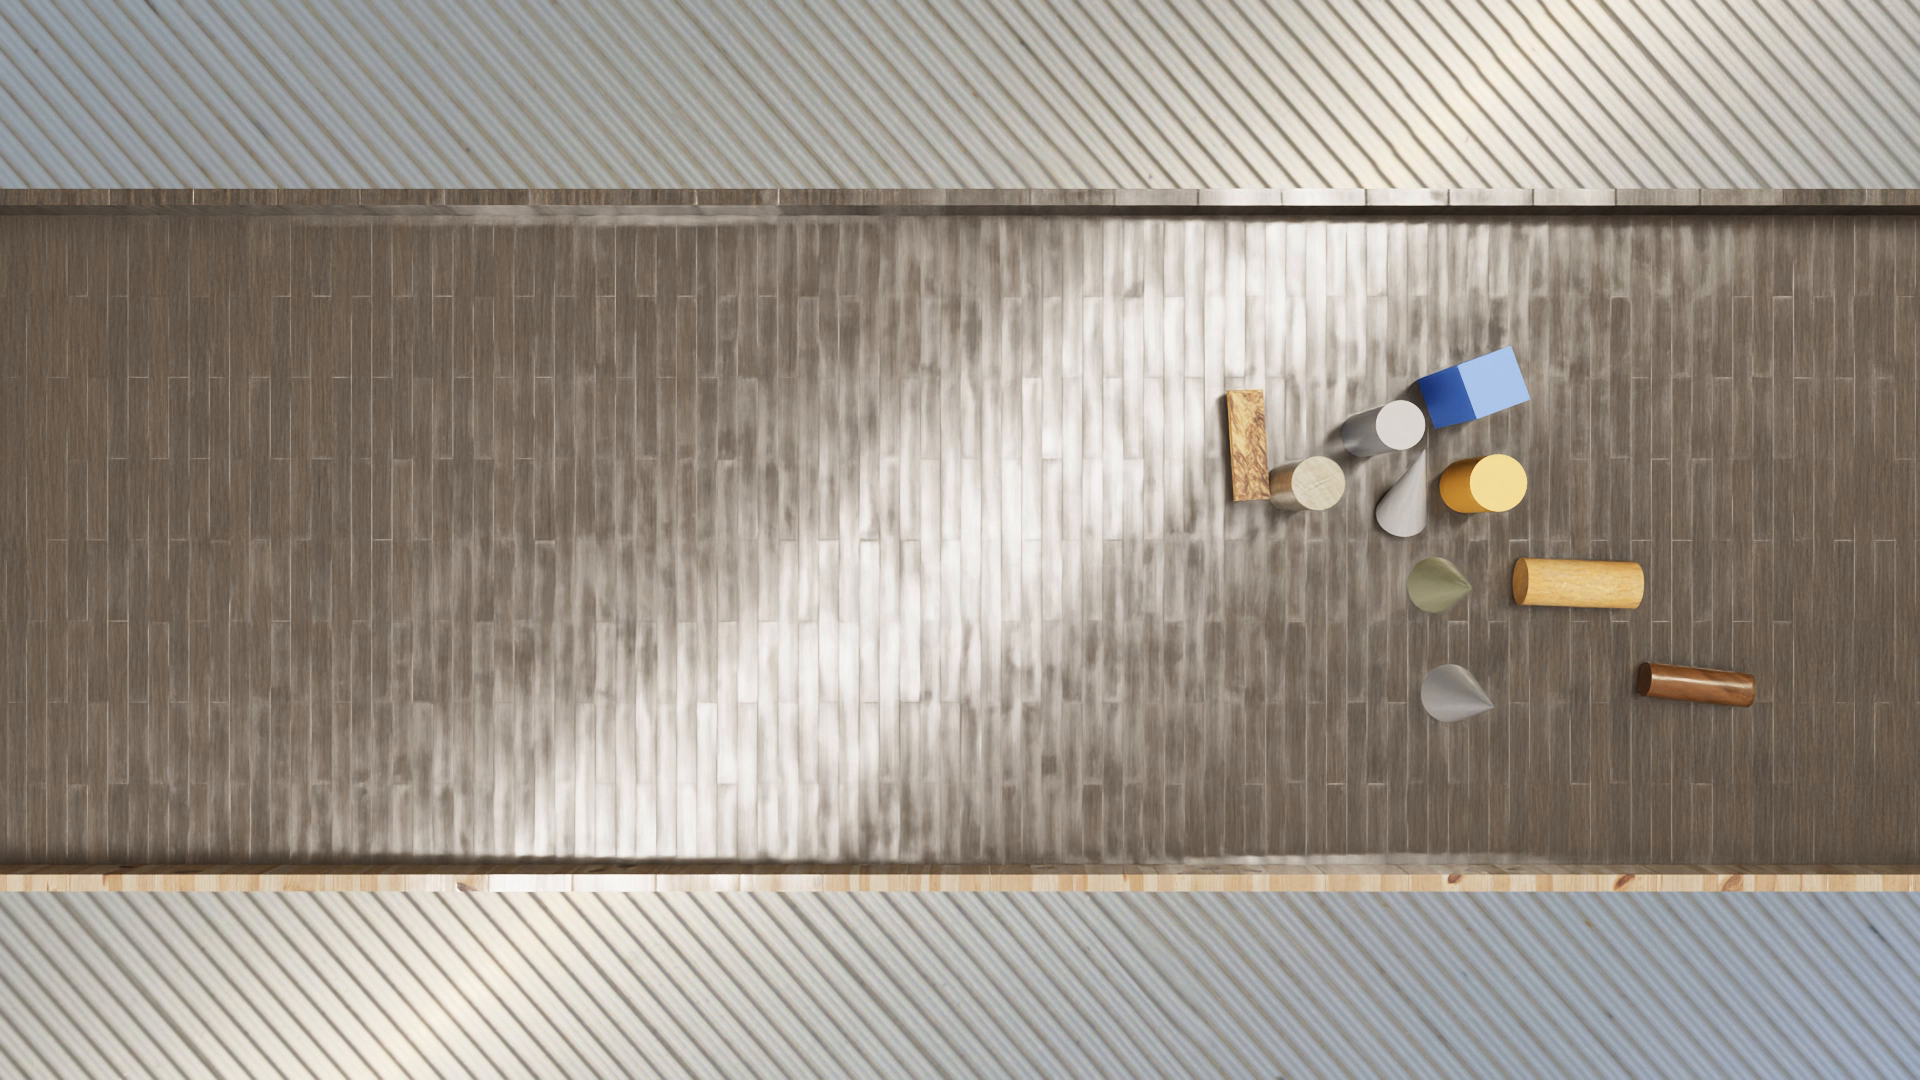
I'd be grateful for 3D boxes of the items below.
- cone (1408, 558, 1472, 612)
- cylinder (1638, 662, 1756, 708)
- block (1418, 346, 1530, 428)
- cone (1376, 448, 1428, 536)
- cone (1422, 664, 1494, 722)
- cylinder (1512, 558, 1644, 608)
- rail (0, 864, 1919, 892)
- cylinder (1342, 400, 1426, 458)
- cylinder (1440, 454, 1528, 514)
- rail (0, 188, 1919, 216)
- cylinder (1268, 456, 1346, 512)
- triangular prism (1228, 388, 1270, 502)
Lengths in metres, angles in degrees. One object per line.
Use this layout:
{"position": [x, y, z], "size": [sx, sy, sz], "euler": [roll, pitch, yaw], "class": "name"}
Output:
{"position": [1.462, 0.139, 4.890], "size": [0.171, 0.373, 0.171], "euler": [0, 90, 0], "class": "cone"}
{"position": [2.242, 0.441, 5.024], "size": [0.317, 0.105, 0.105], "euler": [7, 90, -3], "class": "cylinder"}
{"position": [1.510, -0.446, 4.870], "size": [0.162, 0.413, 0.162], "euler": [-20, 90, 0], "class": "block"}
{"position": [1.340, -0.169, 4.878], "size": [0.155, 0.368, 0.155], "euler": [-1, 60, 2], "class": "cone"}
{"position": [1.509, 0.472, 4.865], "size": [0.179, 0.423, 0.179], "euler": [0, 90, 0], "class": "cone"}
{"position": [1.874, 0.132, 5.005], "size": [0.345, 0.143, 0.143], "euler": [2, 90, 0], "class": "cylinder"}
{"position": [-2.247, 1.025, 5.001], "size": [12.000, 0.150, 0.050], "euler": [0, 90, 0], "class": "rail"}
{"position": [1.243, -0.324, 4.864], "size": [0.139, 0.425, 0.139], "euler": [0, 90, 0], "class": "cylinder"}
{"position": [1.558, -0.165, 4.924], "size": [0.165, 0.304, 0.165], "euler": [0, 90, 0], "class": "cylinder"}
{"position": [-2.247, -1.025, 5.002], "size": [12.000, 0.150, 0.050], "euler": [0, 90, 0], "class": "rail"}
{"position": [1.014, -0.162, 4.873], "size": [0.152, 0.407, 0.152], "euler": [0, 90, 0], "class": "cylinder"}
{"position": [0.850, -0.286, 4.998], "size": [0.120, 0.104, 0.333], "euler": [-4, 90, 42], "class": "triangular prism"}
